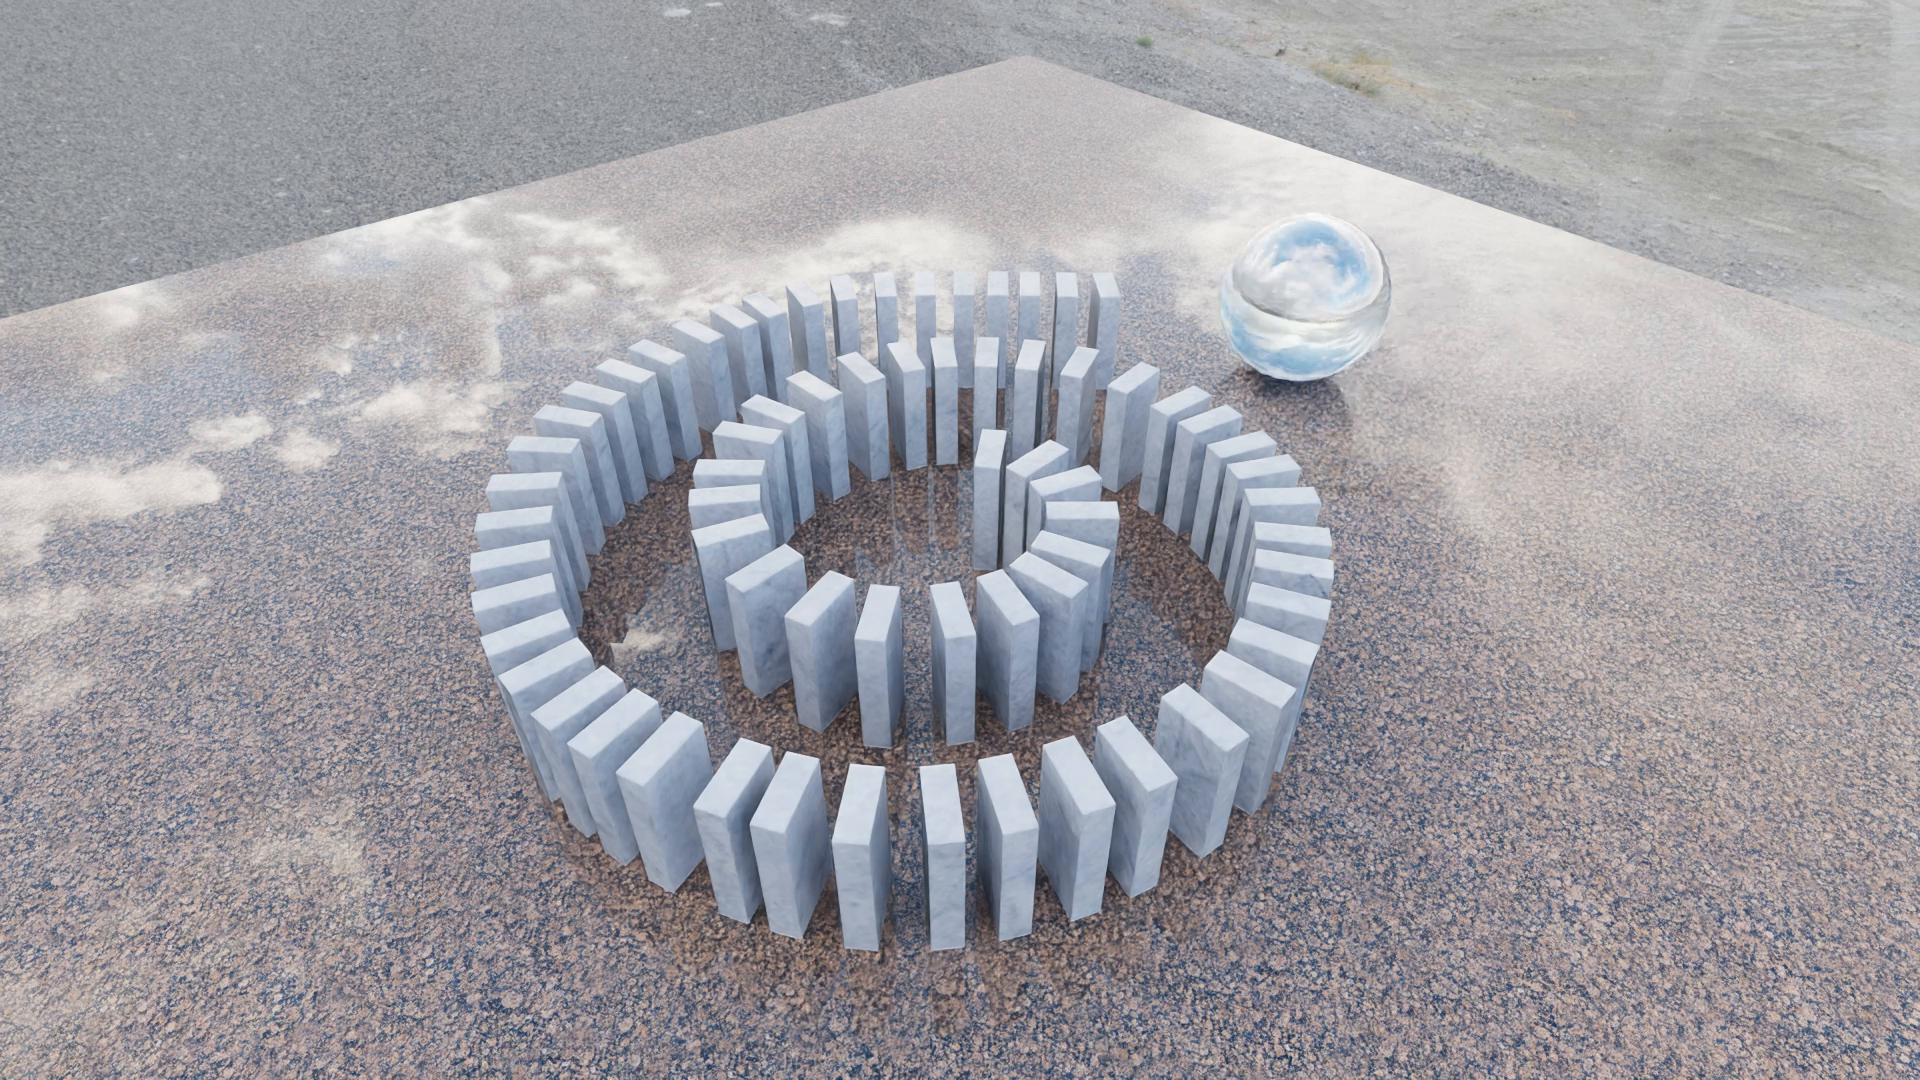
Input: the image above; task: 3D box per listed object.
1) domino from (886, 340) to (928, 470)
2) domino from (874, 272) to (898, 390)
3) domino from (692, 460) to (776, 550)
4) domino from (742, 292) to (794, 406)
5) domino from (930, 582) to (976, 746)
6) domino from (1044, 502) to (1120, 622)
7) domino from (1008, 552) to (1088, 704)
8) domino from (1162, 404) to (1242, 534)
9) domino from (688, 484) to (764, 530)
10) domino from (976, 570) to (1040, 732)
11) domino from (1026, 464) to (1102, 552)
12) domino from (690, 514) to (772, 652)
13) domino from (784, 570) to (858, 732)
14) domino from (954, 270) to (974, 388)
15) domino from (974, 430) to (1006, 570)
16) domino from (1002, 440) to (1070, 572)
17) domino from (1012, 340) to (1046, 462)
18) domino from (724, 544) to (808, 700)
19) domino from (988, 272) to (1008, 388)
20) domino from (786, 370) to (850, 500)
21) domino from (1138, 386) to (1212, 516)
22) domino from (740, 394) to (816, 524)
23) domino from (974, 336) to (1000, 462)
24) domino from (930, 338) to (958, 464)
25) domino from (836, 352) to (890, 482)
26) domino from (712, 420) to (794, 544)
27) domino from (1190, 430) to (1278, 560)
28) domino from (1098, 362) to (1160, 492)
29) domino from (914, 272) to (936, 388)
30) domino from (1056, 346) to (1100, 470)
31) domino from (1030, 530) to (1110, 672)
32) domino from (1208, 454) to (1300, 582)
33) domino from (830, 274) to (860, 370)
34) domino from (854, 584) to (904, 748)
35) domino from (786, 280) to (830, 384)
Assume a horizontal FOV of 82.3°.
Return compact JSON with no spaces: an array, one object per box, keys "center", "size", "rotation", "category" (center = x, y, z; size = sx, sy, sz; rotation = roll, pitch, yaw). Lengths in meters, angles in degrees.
[{"center":[-0.023,-0.059,0.483],"size":[0.010,0.050,0.025],"rotation":[-12,41,-15],"category":"domino"},{"center":[-0.035,-0.101,0.535],"size":[0.009,0.050,0.025],"rotation":[-4,39,-5],"category":"domino"},{"center":[-0.085,-0.007,0.421],"size":[0.025,0.050,0.009],"rotation":[1,39,1],"category":"domino"},{"center":[-0.090,-0.089,0.520],"size":[0.009,0.050,0.025],"rotation":[-26,46,-28],"category":"domino"},{"center":[-0.002,0.041,0.361],"size":[0.009,0.050,0.025],"rotation":[-8,40,-9],"category":"domino"},{"center":[0.043,0.009,0.401],"size":[0.025,0.050,0.009],"rotation":[0,39,0],"category":"domino"},{"center":[0.029,0.030,0.374],"size":[0.025,0.050,0.009],"rotation":[28,47,30],"category":"domino"},{"center":[0.098,-0.028,0.446],"size":[0.025,0.050,0.009],"rotation":[-21,44,-24],"category":"domino"},{"center":[-0.084,0.003,0.408],"size":[0.025,0.050,0.010],"rotation":[-5,40,-6],"category":"domino"},{"center":[0.015,0.037,0.366],"size":[0.009,0.050,0.025],"rotation":[-17,42,-20],"category":"domino"},{"center":[0.038,-0.002,0.414],"size":[0.025,0.050,0.009],"rotation":[-17,42,-19],"category":"domino"},{"center":[-0.079,0.016,0.392],"size":[0.025,0.050,0.010],"rotation":[-15,42,-18],"category":"domino"},{"center":[-0.045,0.038,0.366],"size":[0.010,0.050,0.025],"rotation":[19,43,22],"category":"domino"},{"center":[0.002,-0.103,0.537],"size":[0.009,0.050,0.025],"rotation":[0,39,0],"category":"domino"},{"center":[0.012,-0.015,0.430],"size":[0.010,0.050,0.025],"rotation":[5,40,6],"category":"domino"},{"center":[0.029,-0.011,0.425],"size":[0.009,0.050,0.025],"rotation":[32,49,33],"category":"domino"},{"center":[0.030,-0.060,0.484],"size":[0.009,0.050,0.025],"rotation":[7,40,9],"category":"domino"},{"center":[-0.064,0.028,0.377],"size":[0.009,0.050,0.025],"rotation":[32,49,33],"category":"domino"},{"center":[0.018,-0.102,0.536],"size":[0.010,0.050,0.025],"rotation":[1,39,1],"category":"domino"},{"center":[-0.060,-0.044,0.465],"size":[0.009,0.050,0.025],"rotation":[-32,49,-33],"category":"domino"},{"center":[0.089,-0.037,0.456],"size":[0.025,0.050,0.009],"rotation":[-26,46,-28],"category":"domino"},{"center":[-0.074,-0.033,0.451],"size":[0.025,0.050,0.010],"rotation":[22,44,25],"category":"domino"},{"center":[0.012,-0.061,0.486],"size":[0.010,0.050,0.025],"rotation":[2,39,3],"category":"domino"},{"center":[-0.007,-0.061,0.486],"size":[0.009,0.050,0.025],"rotation":[-4,39,-4],"category":"domino"},{"center":[-0.042,-0.053,0.476],"size":[0.010,0.050,0.025],"rotation":[-22,44,-25],"category":"domino"},{"center":[-0.082,-0.022,0.438],"size":[0.025,0.050,0.009],"rotation":[10,40,12],"category":"domino"},{"center":[0.107,-0.017,0.432],"size":[0.025,0.050,0.010],"rotation":[-15,42,-18],"category":"domino"},{"center":[0.072,-0.048,0.470],"size":[0.010,0.050,0.025],"rotation":[28,47,30],"category":"domino"},{"center":[-0.017,-0.102,0.536],"size":[0.009,0.050,0.025],"rotation":[-1,39,-2],"category":"domino"},{"center":[0.051,-0.056,0.480],"size":[0.010,0.050,0.025],"rotation":[14,41,17],"category":"domino"},{"center":[0.037,0.022,0.385],"size":[0.025,0.050,0.010],"rotation":[17,42,19],"category":"domino"},{"center":[0.112,-0.008,0.421],"size":[0.025,0.050,0.009],"rotation":[-10,40,-12],"category":"domino"},{"center":[-0.055,-0.099,0.533],"size":[0.009,0.050,0.025],"rotation":[-9,40,-10],"category":"domino"},{"center":[-0.026,0.042,0.360],"size":[0.010,0.050,0.025],"rotation":[5,40,6],"category":"domino"},{"center":[-0.073,-0.096,0.528],"size":[0.009,0.050,0.025],"rotation":[-17,42,-20],"category":"domino"}]
